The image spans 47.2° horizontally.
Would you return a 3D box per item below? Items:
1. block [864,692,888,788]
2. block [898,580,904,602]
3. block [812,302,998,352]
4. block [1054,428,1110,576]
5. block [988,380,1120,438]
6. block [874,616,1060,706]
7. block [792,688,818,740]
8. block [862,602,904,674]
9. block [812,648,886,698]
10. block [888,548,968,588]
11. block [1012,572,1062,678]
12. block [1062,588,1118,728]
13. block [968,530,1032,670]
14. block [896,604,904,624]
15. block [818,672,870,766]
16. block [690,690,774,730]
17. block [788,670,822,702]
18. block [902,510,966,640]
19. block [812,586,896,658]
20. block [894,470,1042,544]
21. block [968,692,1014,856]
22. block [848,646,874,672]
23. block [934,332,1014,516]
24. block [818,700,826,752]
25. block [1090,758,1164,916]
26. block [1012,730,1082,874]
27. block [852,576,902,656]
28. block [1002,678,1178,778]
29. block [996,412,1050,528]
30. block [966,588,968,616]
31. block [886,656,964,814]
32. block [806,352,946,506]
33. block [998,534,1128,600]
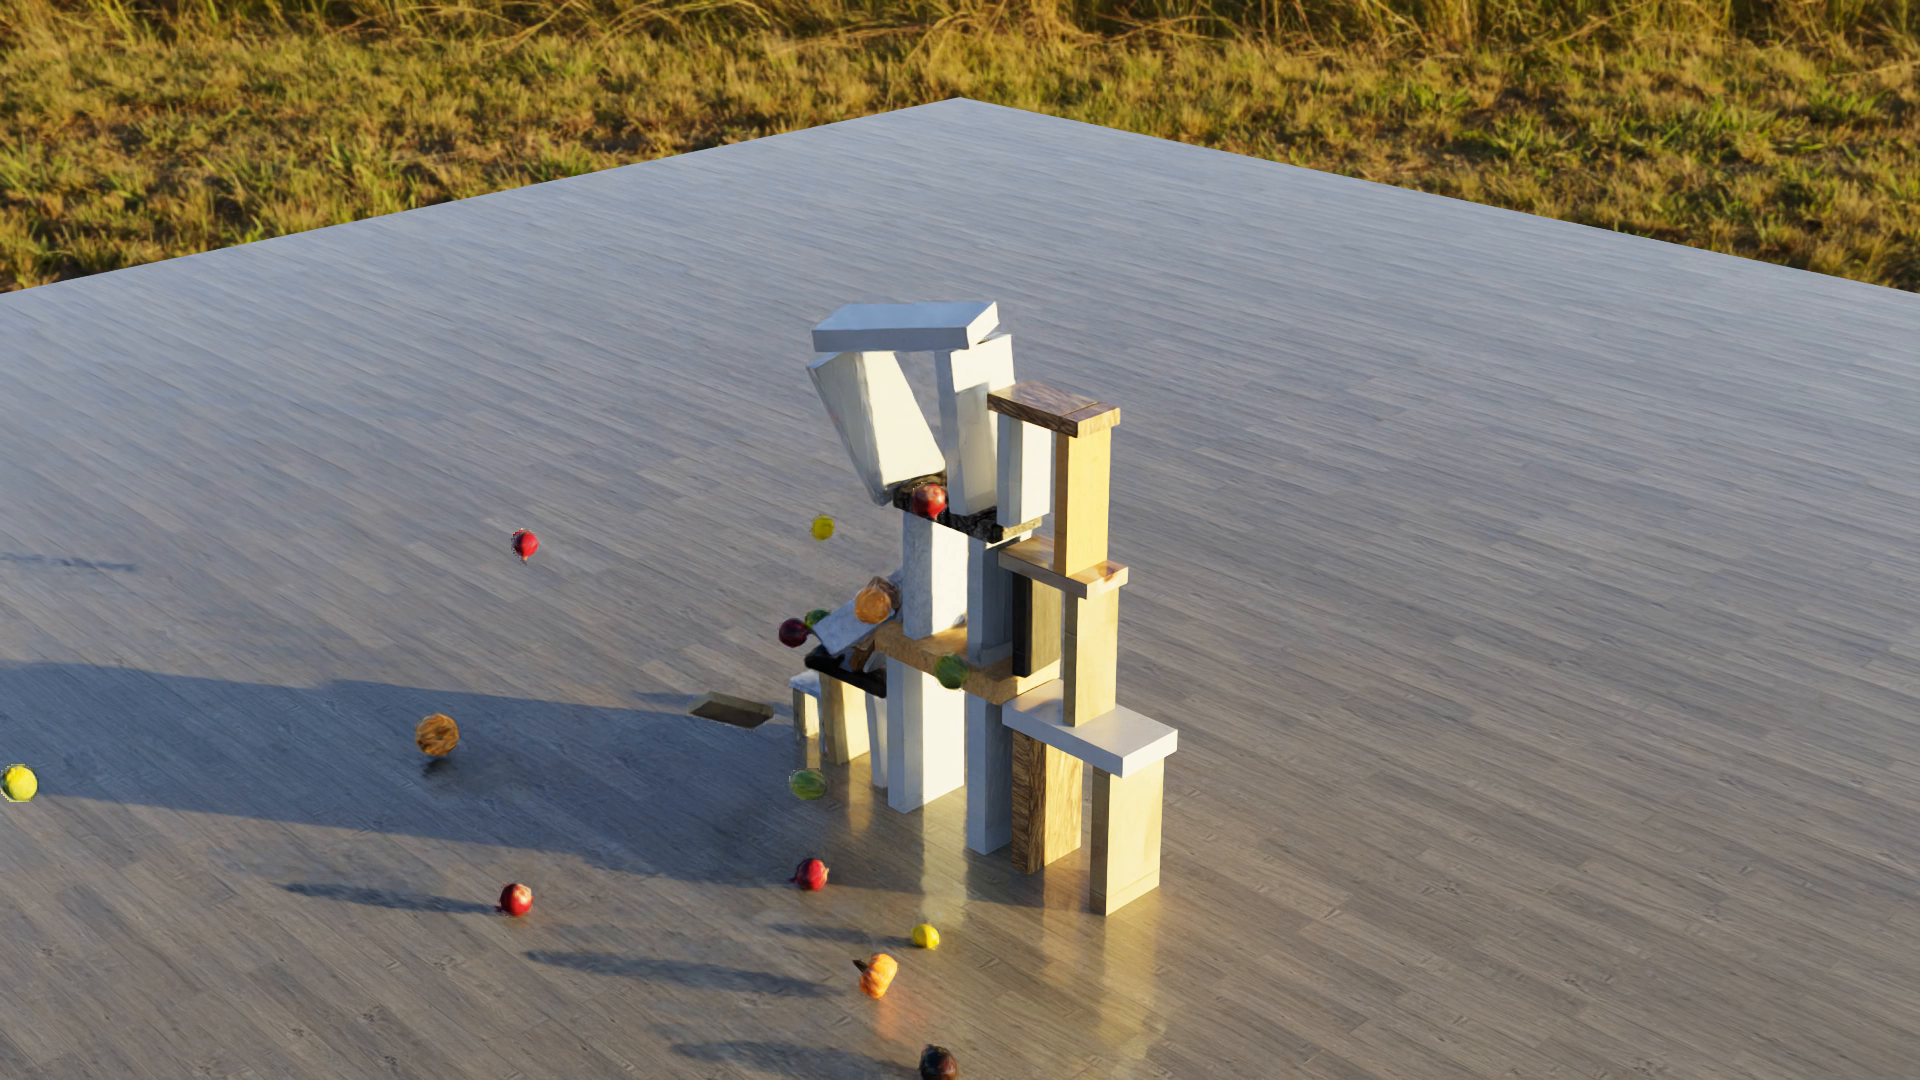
[{"bbox_3d":[-0.142,0.398,4.556,0.029,0.206,0.103,13,26,43],"label":"block"},{"bbox_3d":[-0.099,0.094,4.378,0.046,0.092,0.013,-33,69,-14],"label":"block"},{"bbox_3d":[-0.102,-0.397,4.101,0.310,0.044,0.155,1,24,22],"label":"block"},{"bbox_3d":[0.219,-0.078,3.955,0.031,0.271,0.110,21,31,40],"label":"block"},{"bbox_3d":[0.167,-0.236,3.941,0.220,0.031,0.110,21,31,40],"label":"block"},{"bbox_3d":[0.011,0.220,4.308,0.341,0.048,0.171,21,31,41],"label":"block"},{"bbox_3d":[-0.331,0.365,4.746,0.017,0.121,0.060,21,31,41],"label":"block"},{"bbox_3d":[-0.128,0.178,4.447,0.046,0.246,0.013,-17,57,-48],"label":"block"},{"bbox_3d":[-0.198,0.267,4.562,0.206,0.029,0.103,20,30,39],"label":"block"},{"bbox_3d":[-0.063,0.052,4.394,0.076,0.151,0.021,24,37,-46],"label":"block"},{"bbox_3d":[0.145,0.139,4.153,0.031,0.220,0.110,18,29,36],"label":"block"},{"bbox_3d":[0.241,0.205,4.055,0.031,0.265,0.110,21,31,41],"label":"block"},{"bbox_3d":[0.075,0.100,4.187,0.038,0.265,0.133,22,31,40],"label":"block"},{"bbox_3d":[-0.093,0.125,4.358,0.046,0.092,0.013,-20,59,-38],"label":"block"},{"bbox_3d":[-0.240,0.361,4.645,0.103,0.206,0.029,-21,25,-41],"label":"block"},{"bbox_3d":[-0.473,0.353,4.556,0.156,0.078,0.022,18,54,-35],"label":"block"},{"bbox_3d":[-0.303,0.313,4.693,0.121,0.017,0.060,21,31,41],"label":"block"},{"bbox_3d":[-0.049,0.052,4.300,0.133,0.266,0.038,-20,30,-38],"label":"block"},{"bbox_3d":[-0.211,0.163,4.373,0.151,0.021,0.076,-34,69,-11],"label":"block"},{"bbox_3d":[0.013,-0.063,4.185,0.133,0.038,0.266,-21,31,-41],"label":"block"},{"bbox_3d":[0.092,0.430,4.310,0.048,0.341,0.171,21,31,41],"label":"block"},{"bbox_3d":[-0.170,0.198,4.498,0.078,0.156,0.022,-23,59,-42],"label":"block"},{"bbox_3d":[0.037,-0.216,4.094,0.044,0.311,0.155,12,25,44],"label":"block"},{"bbox_3d":[-0.274,0.387,4.693,0.017,0.121,0.060,21,31,41],"label":"block"},{"bbox_3d":[0.311,0.536,4.111,0.043,0.302,0.151,21,31,41],"label":"block"},{"bbox_3d":[0.169,0.480,4.242,0.043,0.302,0.151,21,31,41],"label":"block"},{"bbox_3d":[-0.179,0.151,4.411,0.078,0.022,0.156,29,64,15],"label":"block"},{"bbox_3d":[0.240,0.349,4.109,0.302,0.043,0.151,21,31,41],"label":"block"},{"bbox_3d":[0.117,-0.141,4.039,0.110,0.220,0.031,-21,31,-41],"label":"block"},{"bbox_3d":[-0.016,0.138,4.594,0.232,0.076,0.021,-7,49,-1],"label":"block"},{"bbox_3d":[-0.069,0.368,4.458,0.048,0.341,0.171,21,31,41],"label":"block"},{"bbox_3d":[-0.160,-0.237,4.247,0.155,0.310,0.044,-32,24,-15],"label":"block"},{"bbox_3d":[0.189,0.049,4.045,0.220,0.031,0.110,21,31,40],"label":"block"}]
